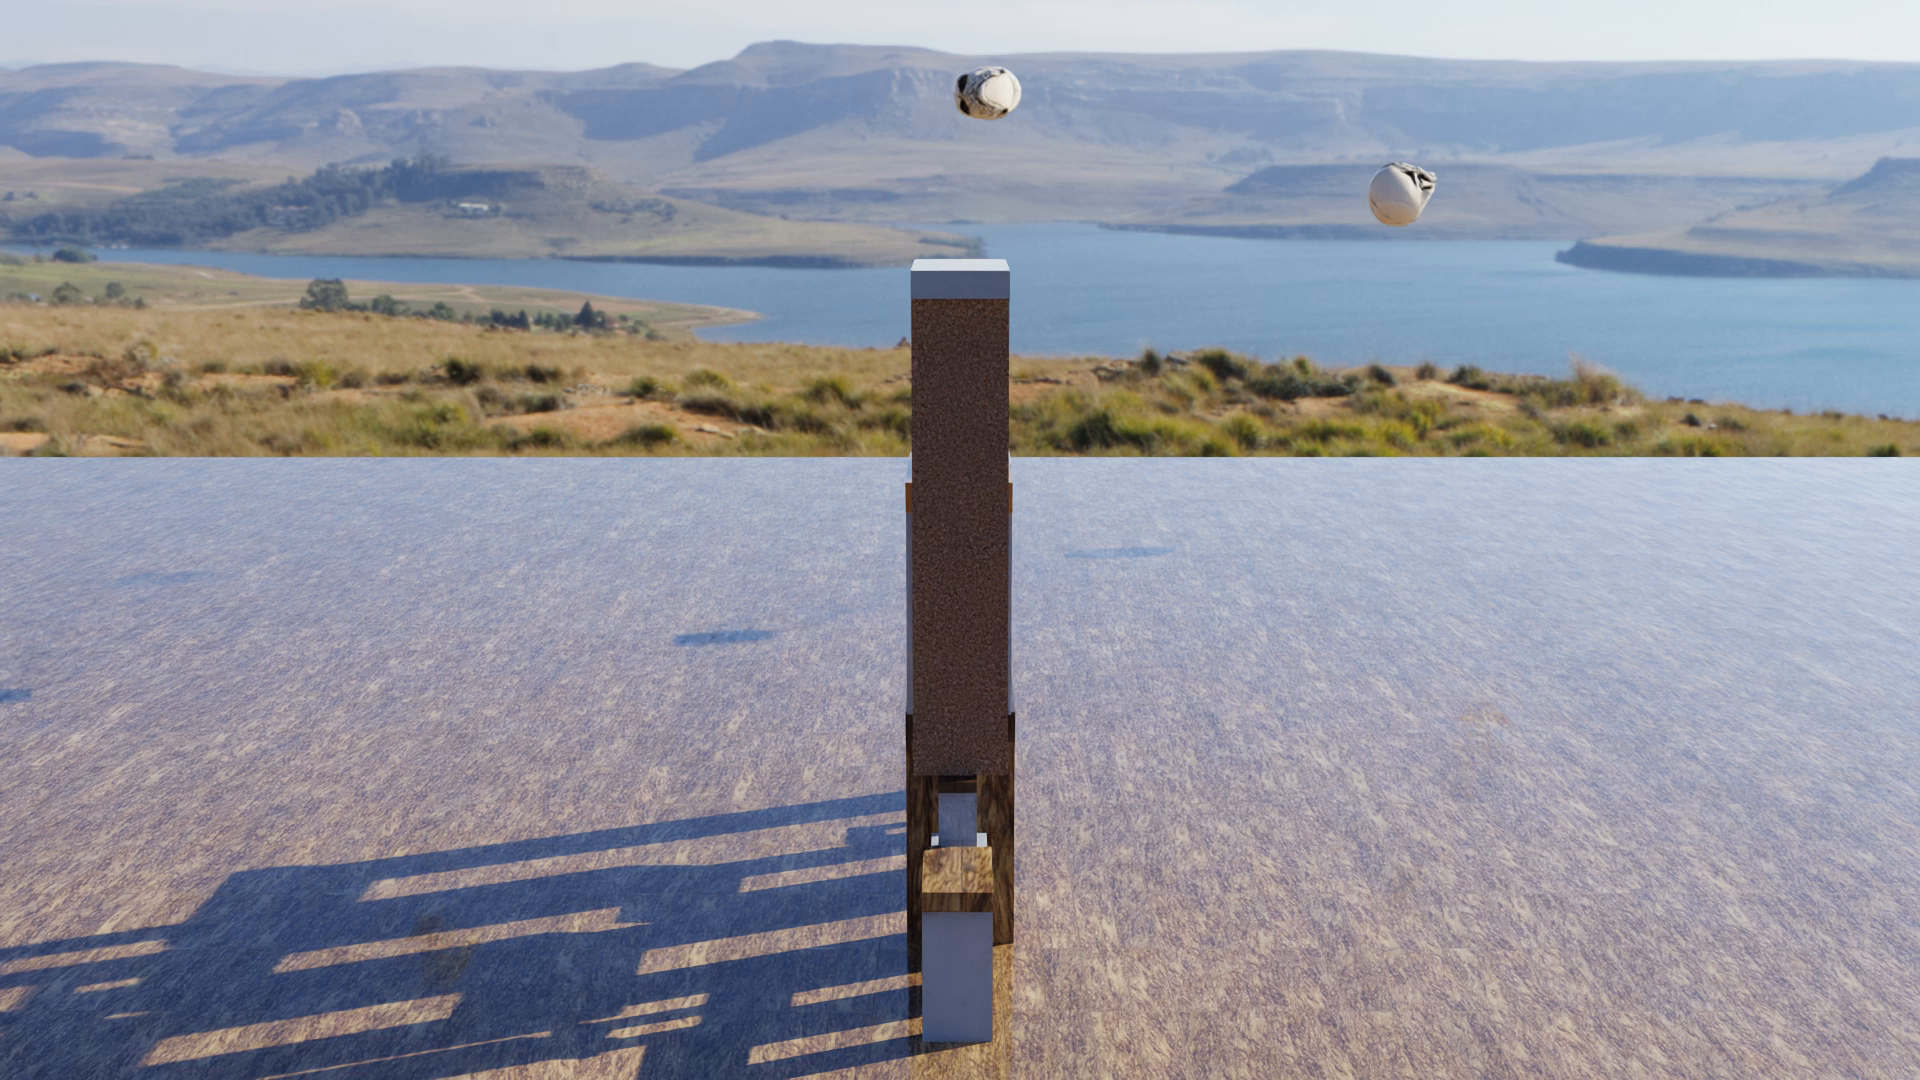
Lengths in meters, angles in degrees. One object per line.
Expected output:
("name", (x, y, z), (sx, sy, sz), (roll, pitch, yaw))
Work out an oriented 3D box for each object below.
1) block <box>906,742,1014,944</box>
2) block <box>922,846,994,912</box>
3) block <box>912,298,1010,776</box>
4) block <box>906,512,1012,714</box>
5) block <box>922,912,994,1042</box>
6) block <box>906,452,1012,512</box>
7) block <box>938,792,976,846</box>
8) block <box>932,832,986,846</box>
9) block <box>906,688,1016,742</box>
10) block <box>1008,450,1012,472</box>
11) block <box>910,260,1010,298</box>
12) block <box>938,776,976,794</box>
("block", (0.001, 0.463, 3.438), (0.167, 0.335, 0.047), (0, 11, 0))
("block", (-0.003, 0.479, 3.112), (0.099, 0.028, 0.197), (0, 11, 0))
("block", (0.000, -0.002, 3.185), (0.139, 0.700, 0.039), (0, 11, 0))
("block", (-0.002, 0.105, 3.321), (0.158, 0.316, 0.045), (0, 11, 0))
("block", (-0.004, 0.601, 3.068), (0.099, 0.197, 0.028), (0, 11, 0))
("block", (-0.001, -0.091, 3.392), (0.158, 0.045, 0.316), (0, 11, 0))
("block", (-0.003, 0.420, 3.226), (0.056, 0.113, 0.016), (0, 11, 0))
("block", (-0.002, 0.476, 3.293), (0.084, 0.024, 0.168), (0, 11, 0))
("block", (0.001, 0.254, 3.513), (0.167, 0.047, 0.335), (0, 11, 0))
("block", (0.003, -0.139, 3.996), (0.172, 0.049, 0.344), (0, 11, 0))
("block", (0.000, -0.382, 3.208), (0.139, 0.039, 0.277), (0, 11, 0))
("block", (-0.003, 0.350, 3.251), (0.056, 0.016, 0.113), (0, 11, 0))
